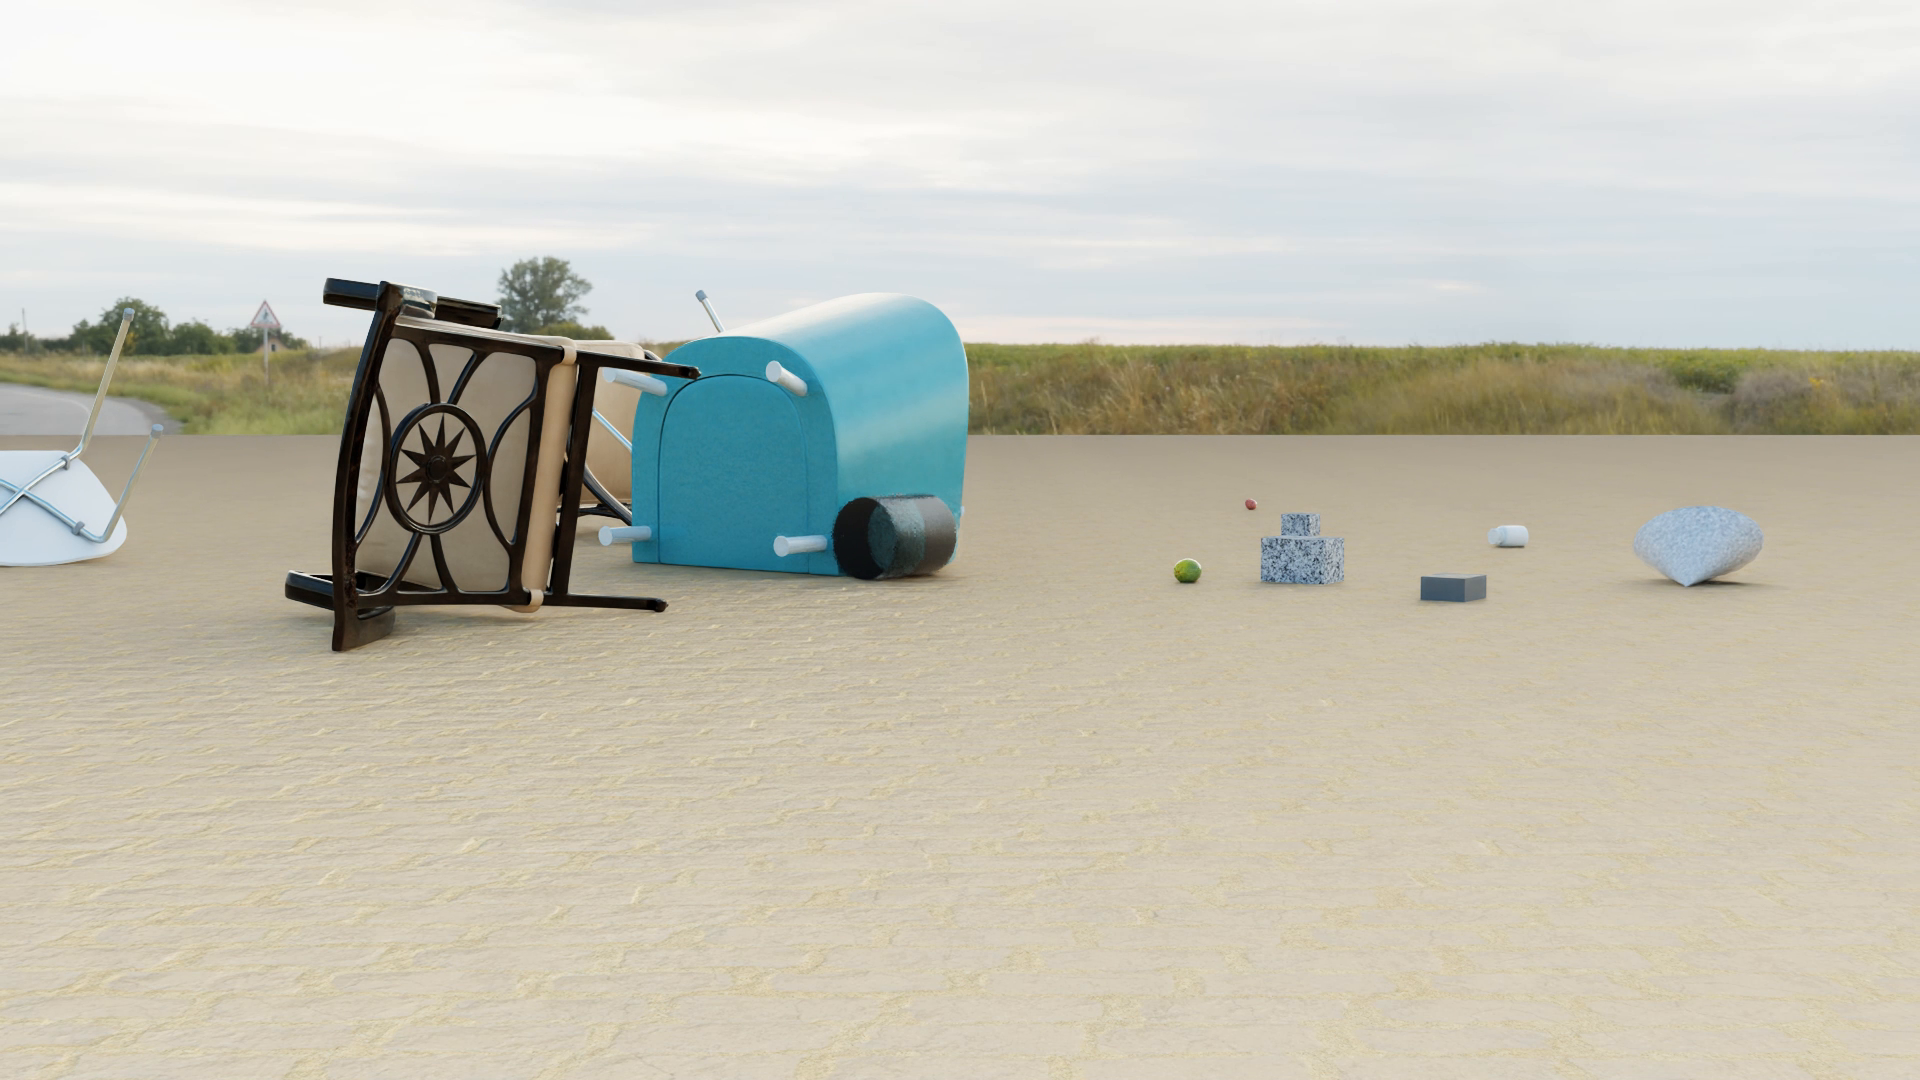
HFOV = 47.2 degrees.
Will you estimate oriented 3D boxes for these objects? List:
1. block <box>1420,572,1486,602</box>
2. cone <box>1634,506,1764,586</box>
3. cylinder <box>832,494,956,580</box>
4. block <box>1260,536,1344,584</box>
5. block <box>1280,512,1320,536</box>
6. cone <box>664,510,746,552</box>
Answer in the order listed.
[{"bbox_3d":[1.057,0.101,4.709,0.099,0.050,0.121,3,5,35],"label":"block"},{"bbox_3d":[1.688,0.056,5.070,0.299,0.197,0.187,-9,28,33],"label":"cone"},{"bbox_3d":[-0.156,-0.009,5.254,0.201,0.192,0.223,-35,-19,35],"label":"cylinder"},{"bbox_3d":[0.801,0.045,5.141,0.160,0.102,0.111,3,5,34],"label":"block"},{"bbox_3d":[1.043,-0.047,6.732,0.091,0.068,0.095,2,5,29],"label":"block"},{"bbox_3d":[-0.763,-0.004,6.188,0.195,0.118,0.295,-5,-5,-39],"label":"cone"}]
